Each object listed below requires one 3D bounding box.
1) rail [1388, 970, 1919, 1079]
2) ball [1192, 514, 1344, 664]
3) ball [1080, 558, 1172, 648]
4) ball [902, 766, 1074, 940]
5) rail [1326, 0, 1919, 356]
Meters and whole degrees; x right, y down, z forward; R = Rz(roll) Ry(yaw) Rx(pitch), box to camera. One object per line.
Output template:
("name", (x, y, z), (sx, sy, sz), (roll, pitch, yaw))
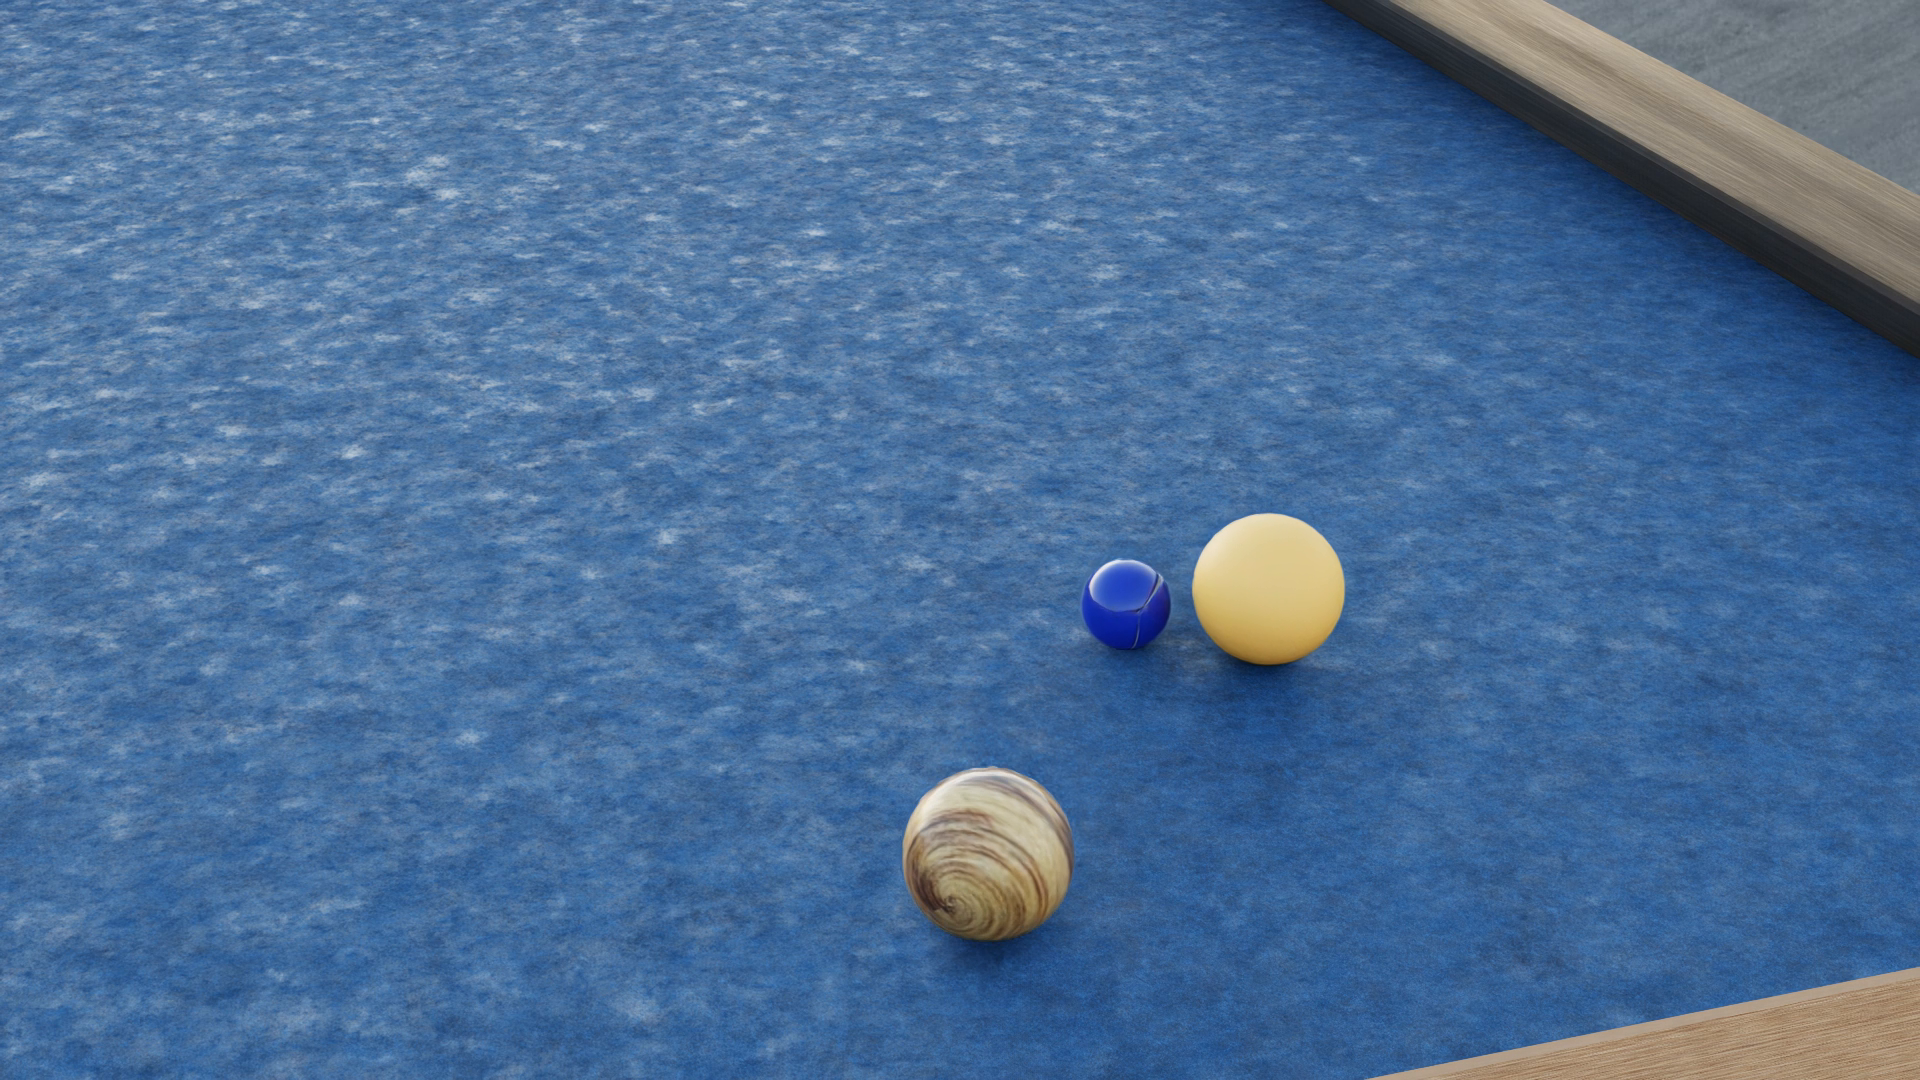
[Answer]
("rail", (0.227, 0.282, 1.363), (1.788, 0.129, 0.045), (-8, 27, -16))
("ball", (0.202, 0.032, 1.926), (0.099, 0.099, 0.099), (0, 25, 0))
("ball", (0.110, 0.042, 1.951), (0.060, 0.060, 0.060), (0, 25, 0))
("ball", (0.016, 0.174, 1.632), (0.096, 0.096, 0.096), (0, 25, 0))
("rail", (0.593, -0.438, 2.879), (0.045, 0.129, 3.008), (-8, 27, -16))
